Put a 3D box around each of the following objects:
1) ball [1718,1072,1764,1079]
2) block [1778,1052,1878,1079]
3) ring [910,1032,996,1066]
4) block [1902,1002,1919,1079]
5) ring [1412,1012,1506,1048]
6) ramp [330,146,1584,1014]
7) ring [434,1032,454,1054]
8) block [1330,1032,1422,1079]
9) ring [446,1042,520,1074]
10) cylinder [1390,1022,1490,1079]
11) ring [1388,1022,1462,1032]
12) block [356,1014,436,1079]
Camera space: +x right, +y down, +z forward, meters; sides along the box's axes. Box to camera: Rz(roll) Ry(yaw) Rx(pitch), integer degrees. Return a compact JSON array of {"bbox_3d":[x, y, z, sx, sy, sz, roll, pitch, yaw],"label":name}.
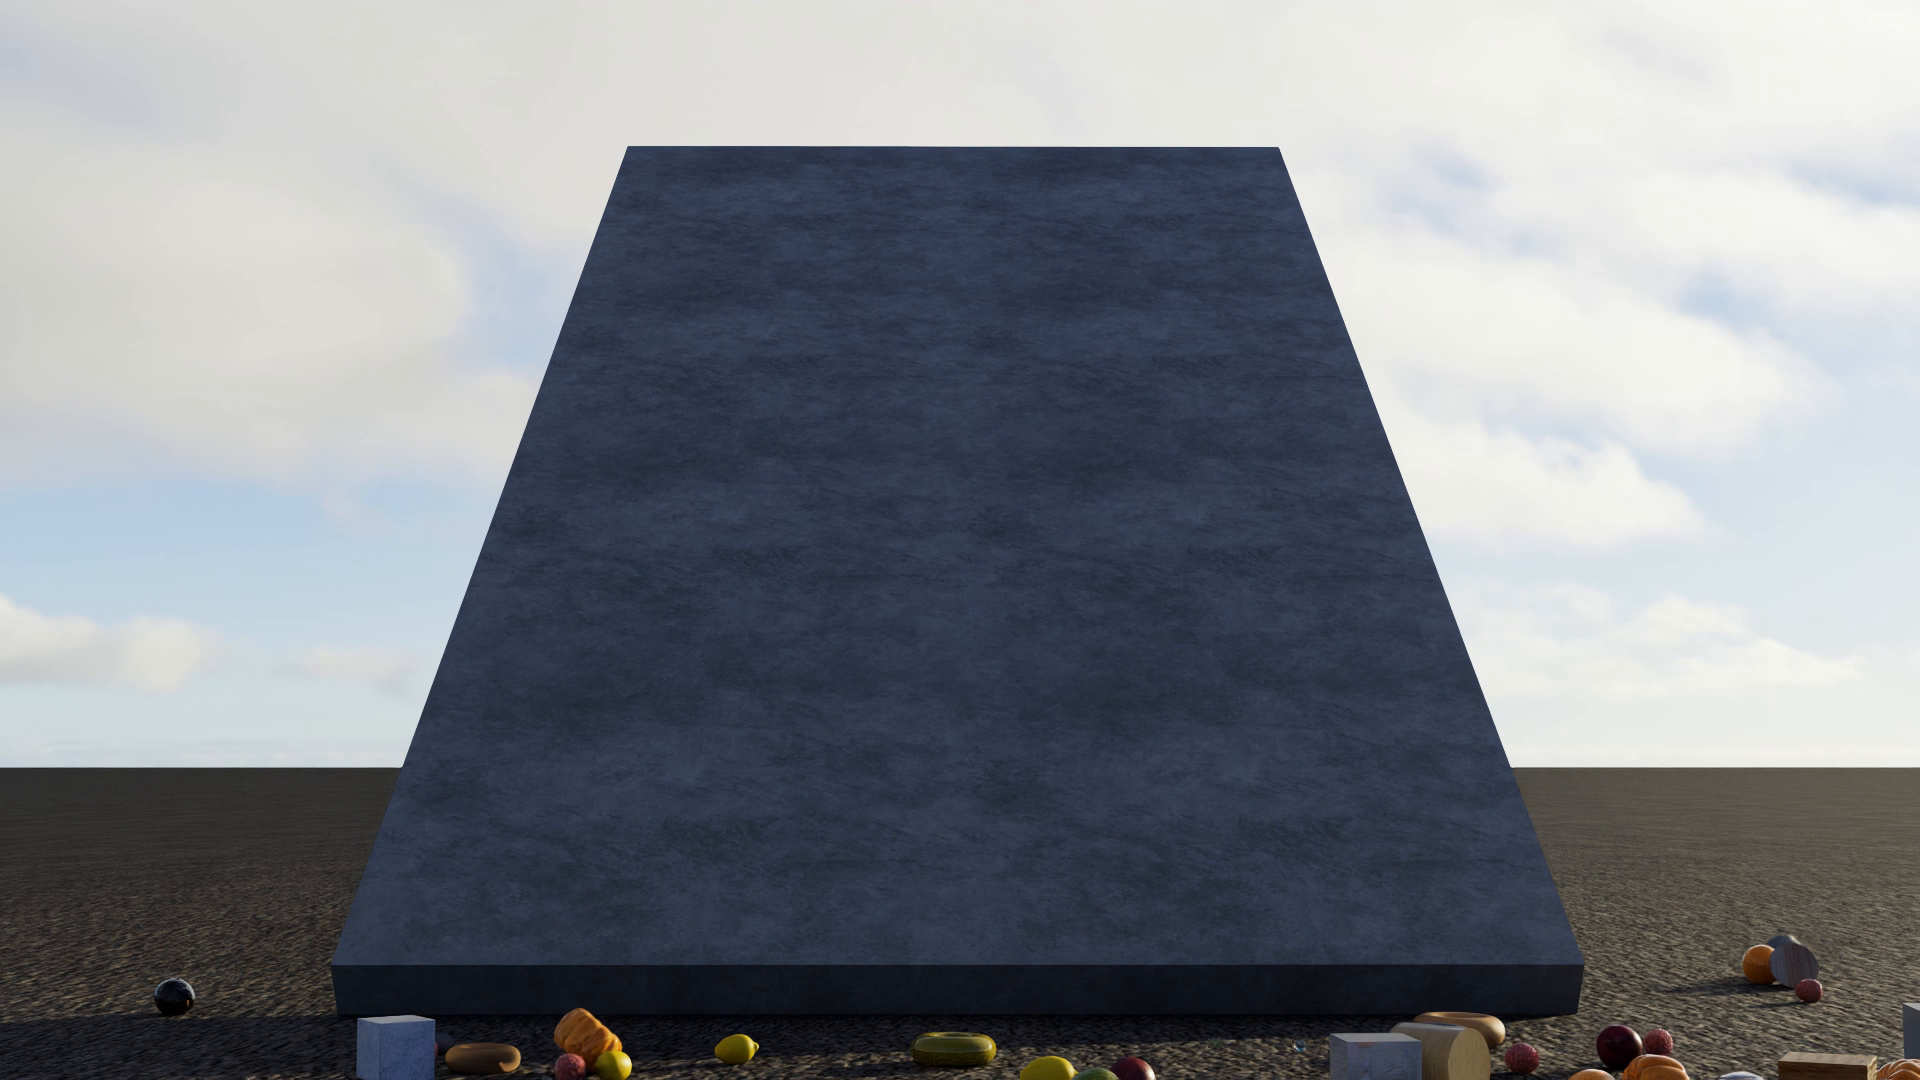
[{"bbox_3d":[0.823,0.601,2.512,0.081,0.081,0.081,0,-5,0],"label":"ball"},{"bbox_3d":[0.931,0.601,2.557,0.090,0.090,0.090,-3,-6,26],"label":"block"},{"bbox_3d":[-0.009,0.688,3.229,0.117,0.039,0.117,0,-7,0],"label":"ring"},{"bbox_3d":[1.244,0.636,2.989,0.100,0.100,0.100,-1,-5,10],"label":"block"},{"bbox_3d":[0.714,0.704,3.428,0.134,0.045,0.134,1,-6,0],"label":"ring"},{"bbox_3d":[-0.012,-0.222,5.594,2.000,0.100,4.000,0,28,0],"label":"ramp"},{"bbox_3d":[-0.750,0.706,3.347,0.078,0.026,0.078,-1,-6,0],"label":"ring"},{"bbox_3d":[0.484,0.623,2.782,0.086,0.086,0.086,0,-5,-5],"label":"block"},{"bbox_3d":[-0.630,0.685,3.154,0.098,0.033,0.098,1,-5,0],"label":"ring"},{"bbox_3d":[0.568,0.626,2.850,0.093,0.093,0.093,-5,-7,44],"label":"cylinder"},{"bbox_3d":[0.652,0.696,3.318,0.122,0.041,0.122,-1,-5,0],"label":"ring"},{"bbox_3d":[-0.728,0.656,3.082,0.075,0.075,0.075,4,-6,-35],"label":"block"}]
